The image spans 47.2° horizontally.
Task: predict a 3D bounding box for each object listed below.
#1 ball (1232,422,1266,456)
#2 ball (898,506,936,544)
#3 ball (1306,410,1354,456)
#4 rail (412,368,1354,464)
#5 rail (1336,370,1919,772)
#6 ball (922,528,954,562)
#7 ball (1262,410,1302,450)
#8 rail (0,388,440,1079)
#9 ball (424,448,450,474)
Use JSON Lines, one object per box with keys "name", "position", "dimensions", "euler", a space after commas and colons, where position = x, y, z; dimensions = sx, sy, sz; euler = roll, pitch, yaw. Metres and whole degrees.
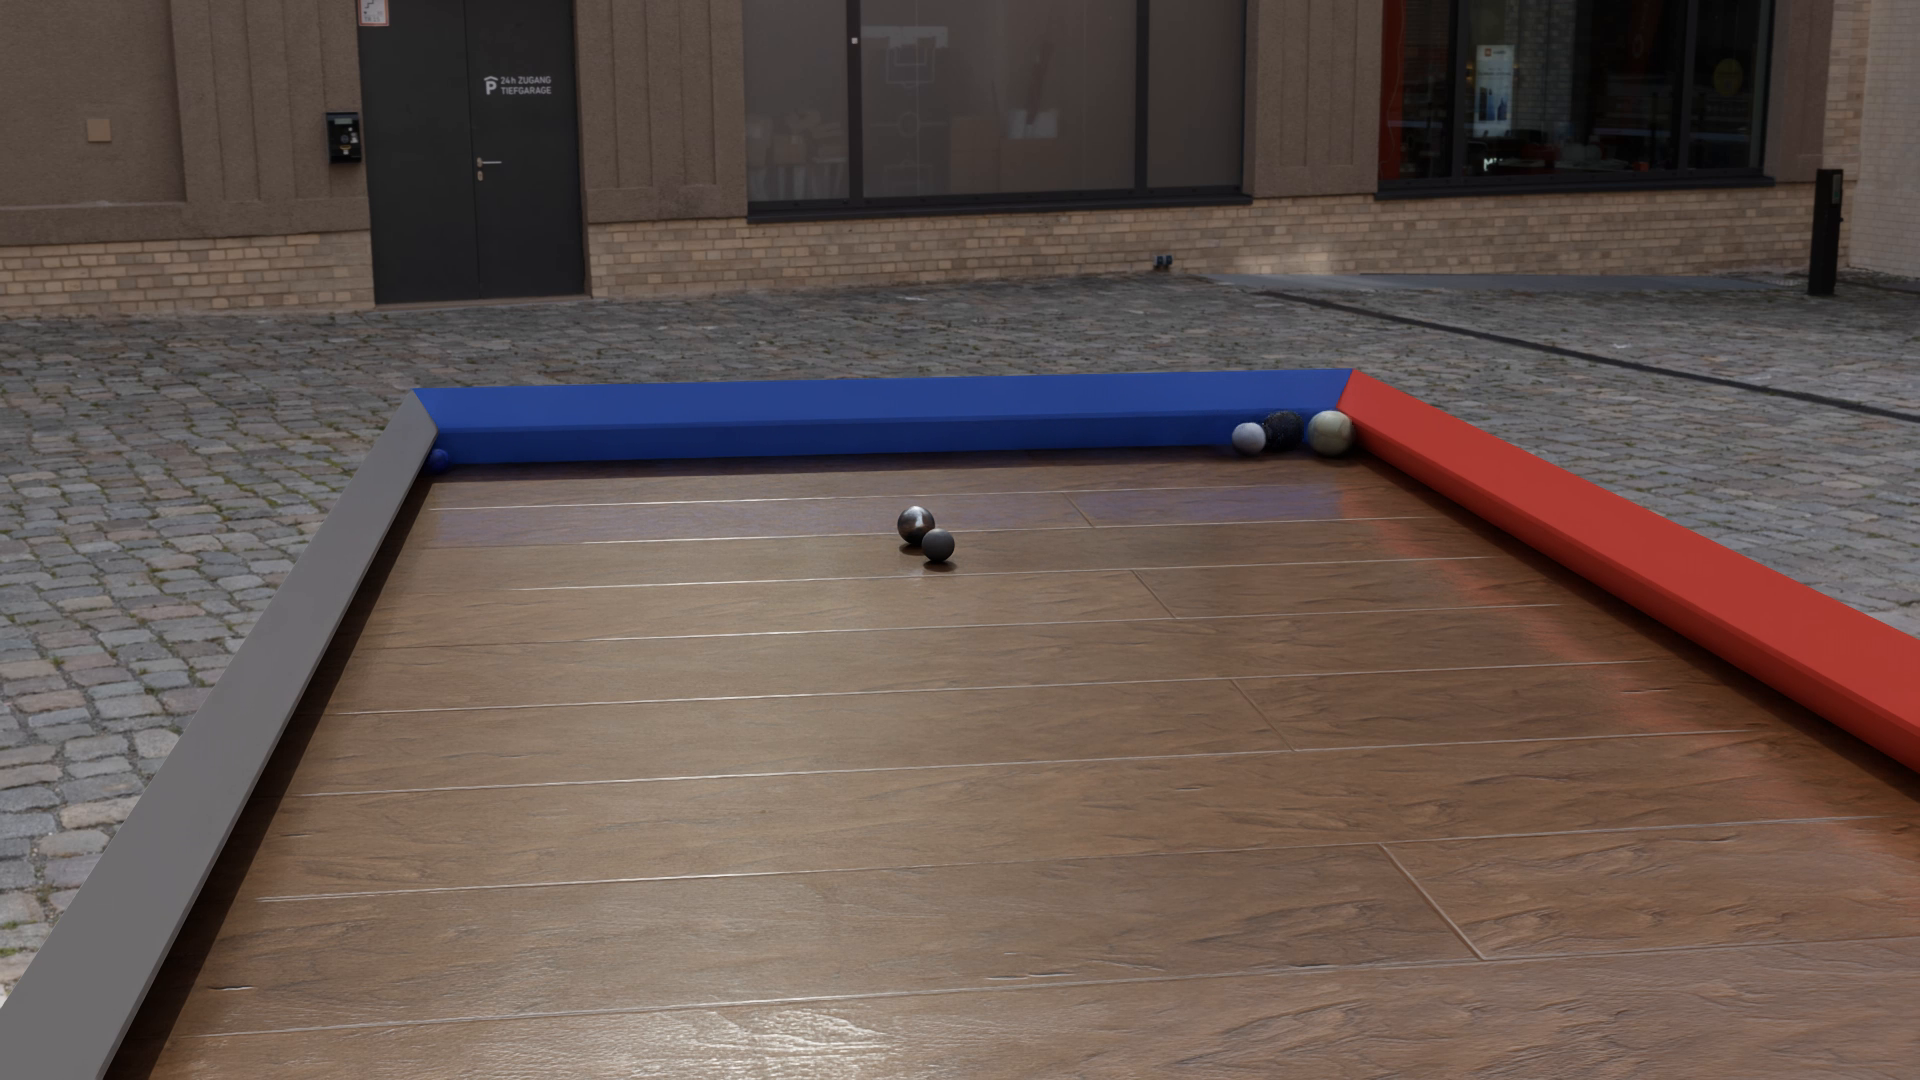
{"name": "ball", "position": [0.476, -0.166, 3.624], "dimensions": [0.057, 0.057, 0.057], "euler": [0, 13, 0]}
{"name": "ball", "position": [-0.060, -0.020, 3.005], "dimensions": [0.052, 0.052, 0.052], "euler": [0, 13, 0]}
{"name": "ball", "position": [0.610, -0.176, 3.624], "dimensions": [0.077, 0.077, 0.077], "euler": [0, 13, 0]}
{"name": "rail", "position": [-0.103, -0.202, 3.626], "dimensions": [1.568, 0.123, 0.045], "euler": [-2, 13, -8]}
{"name": "rail", "position": [0.859, 0.117, 2.253], "dimensions": [0.045, 0.123, 3.104], "euler": [-2, 13, -8]}
{"name": "ball", "position": [-0.029, 0.007, 2.907], "dimensions": [0.044, 0.044, 0.044], "euler": [0, 13, 0]}
{"name": "ball", "position": [0.538, -0.183, 3.674], "dimensions": [0.067, 0.067, 0.067], "euler": [0, 13, 0]}
{"name": "rail", "position": [-0.648, 0.163, 2.050], "dimensions": [0.045, 0.123, 3.104], "euler": [-2, 13, -8]}
{"name": "ball", "position": [-0.827, -0.125, 3.480], "dimensions": [0.042, 0.042, 0.042], "euler": [0, 13, 0]}
